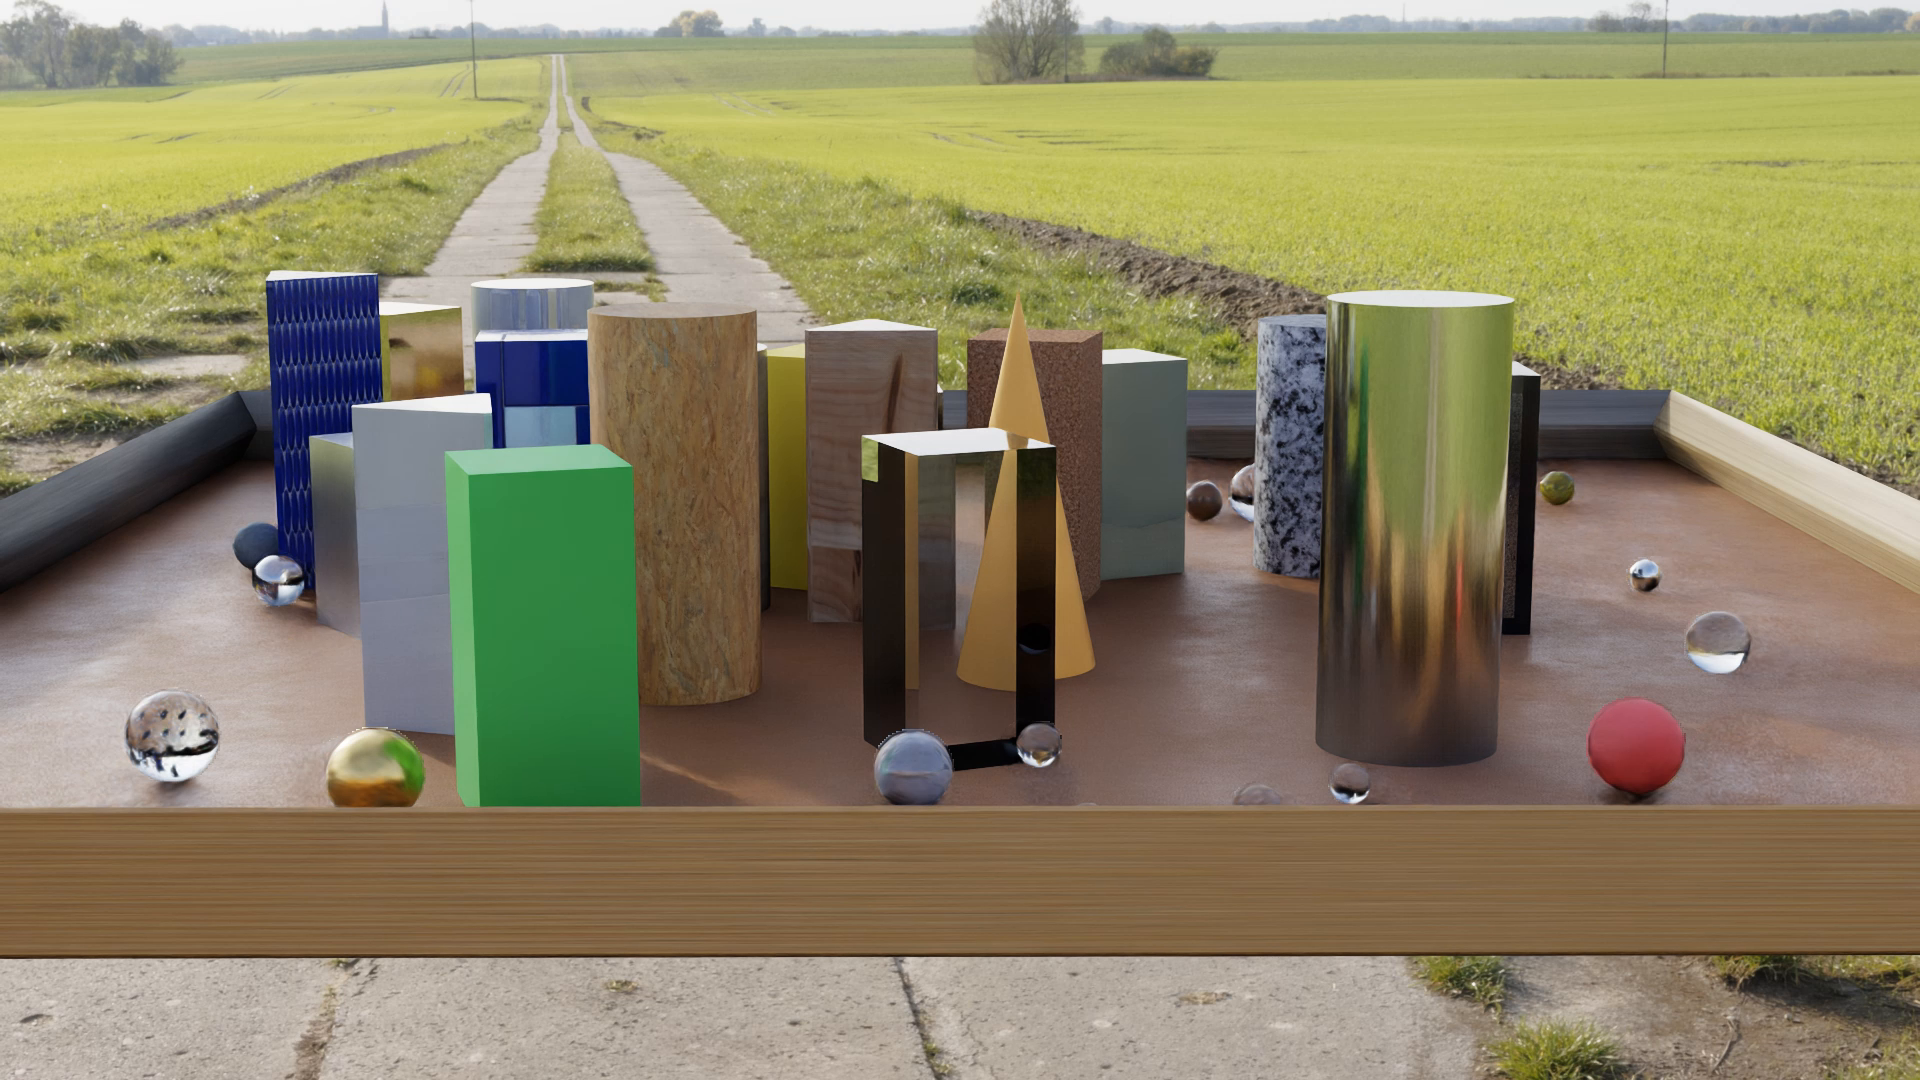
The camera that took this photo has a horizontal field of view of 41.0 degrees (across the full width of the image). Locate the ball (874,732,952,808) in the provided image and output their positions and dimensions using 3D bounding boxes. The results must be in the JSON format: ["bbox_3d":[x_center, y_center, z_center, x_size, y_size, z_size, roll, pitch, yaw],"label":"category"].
[{"bbox_3d":[-0.046,0.228,2.536,0.078,0.078,0.078,0,11,0],"label":"ball"}]

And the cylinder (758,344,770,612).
[{"bbox_3d":[-0.355,-0.084,3.464,0.195,0.353,0.195,0,11,0],"label":"cylinder"}]

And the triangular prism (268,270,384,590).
[{"bbox_3d":[-0.931,-0.161,3.653,0.169,0.435,0.146,-9,14,-41],"label":"triangular prism"}]

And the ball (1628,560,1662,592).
[{"bbox_3d":[0.957,0.050,3.583,0.045,0.045,0.045,0,11,0],"label":"ball"}]

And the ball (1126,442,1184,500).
[{"bbox_3d":[0.330,-0.118,4.347,0.097,0.097,0.097,0,11,0],"label":"ball"}]

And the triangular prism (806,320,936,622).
[{"bbox_3d":[-0.118,-0.096,3.435,0.169,0.386,0.146,0,11,-2],"label":"triangular prism"}]

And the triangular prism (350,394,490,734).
[{"bbox_3d":[-0.560,0.023,2.869,0.169,0.359,0.146,4,11,19],"label":"triangular prism"}]

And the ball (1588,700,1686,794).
[{"bbox_3d":[0.684,0.208,2.593,0.095,0.095,0.095,0,11,0],"label":"ball"}]

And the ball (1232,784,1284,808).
[{"bbox_3d":[0.285,0.258,2.453,0.049,0.049,0.049,0,11,0],"label":"ball"}]

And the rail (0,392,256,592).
[{"bbox_3d":[-1.313,0.034,3.442,0.045,0.127,2.727,0,11,0],"label":"rail"}]

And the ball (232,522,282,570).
[{"bbox_3d":[-1.021,0.009,3.734,0.072,0.072,0.072,0,11,0],"label":"ball"}]

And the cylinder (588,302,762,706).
[{"bbox_3d":[-0.333,-0.047,3.005,0.195,0.446,0.195,0,11,0],"label":"cylinder"}]

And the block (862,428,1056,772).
[{"bbox_3d":[-0.002,0.061,2.731,0.156,0.335,0.156,-5,11,-23],"label":"block"}]

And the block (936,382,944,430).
[{"bbox_3d":[-0.110,-0.117,3.948,0.156,0.241,0.156,-1,11,-5],"label":"block"}]

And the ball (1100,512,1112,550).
[{"bbox_3d":[0.194,-0.014,3.868,0.069,0.069,0.069,0,11,0],"label":"ball"}]

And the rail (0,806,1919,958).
[{"bbox_3d":[0.008,0.277,2.132,2.674,0.127,0.045,0,11,0],"label":"rail"}]

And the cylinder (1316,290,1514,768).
[{"bbox_3d":[0.484,-0.017,2.743,0.195,0.483,0.195,0,11,0],"label":"cylinder"}]

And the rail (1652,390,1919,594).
[{"bbox_3d":[1.313,0.031,3.456,0.045,0.127,2.727,0,11,0],"label":"rail"}]

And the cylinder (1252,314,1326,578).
[{"bbox_3d":[0.529,-0.140,3.745,0.195,0.360,0.195,0,11,0],"label":"cylinder"}]

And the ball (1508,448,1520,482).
[{"bbox_3d":[0.949,-0.132,4.506,0.067,0.067,0.067,0,11,0],"label":"ball"}]

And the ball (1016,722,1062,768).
[{"bbox_3d":[0.083,0.214,2.685,0.047,0.047,0.047,0,11,0],"label":"ball"}]

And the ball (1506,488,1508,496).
[{"bbox_3d":[0.871,-0.081,4.235,0.064,0.064,0.064,0,11,0],"label":"ball"}]

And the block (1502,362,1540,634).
[{"bbox_3d":[0.660,-0.058,3.365,0.156,0.337,0.156,0,11,1],"label":"block"}]

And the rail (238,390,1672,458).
[{"bbox_3d":[-0.008,-0.212,4.766,2.674,0.127,0.045,0,11,0],"label":"rail"}]

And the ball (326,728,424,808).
[{"bbox_3d":[-0.567,0.230,2.484,0.093,0.093,0.093,0,11,0],"label":"ball"}]

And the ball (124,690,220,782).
[{"bbox_3d":[-0.809,0.201,2.634,0.094,0.094,0.094,0,11,0],"label":"ball"}]

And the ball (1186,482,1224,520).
[{"bbox_3d":[0.393,-0.063,4.143,0.063,0.063,0.063,0,11,0],"label":"ball"}]

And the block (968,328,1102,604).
[{"bbox_3d":[0.104,-0.101,3.530,0.156,0.362,0.156,3,11,13],"label":"block"}]

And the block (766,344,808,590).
[{"bbox_3d":[-0.193,-0.104,3.644,0.156,0.327,0.156,5,12,26],"label":"block"}]

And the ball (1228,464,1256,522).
[{"bbox_3d":[0.479,-0.076,4.128,0.094,0.094,0.094,0,11,0],"label":"ball"}]

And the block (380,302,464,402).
[{"bbox_3d":[-0.869,-0.175,3.930,0.156,0.361,0.156,7,12,32],"label":"block"}]

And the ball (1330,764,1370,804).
[{"bbox_3d":[0.389,0.243,2.558,0.040,0.040,0.040,0,11,0],"label":"ball"}]

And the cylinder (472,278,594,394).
[{"bbox_3d":[-0.685,-0.224,4.145,0.195,0.380,0.195,0,11,0],"label":"cylinder"}]

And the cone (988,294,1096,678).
[{"bbox_3d":[0.070,-0.075,3.121,0.195,0.460,0.195,0,11,0],"label":"cone"}]

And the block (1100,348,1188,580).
[{"bbox_3d":[0.222,-0.113,3.734,0.156,0.310,0.156,-5,12,-25],"label":"block"}]

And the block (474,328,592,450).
[{"bbox_3d":[-0.612,-0.125,3.708,0.156,0.344,0.156,-1,11,-7],"label":"block"}]

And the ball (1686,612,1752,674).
[{"bbox_3d":[0.916,0.124,3.100,0.076,0.076,0.076,0,11,0],"label":"ball"}]

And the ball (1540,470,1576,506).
[{"bbox_3d":[0.999,-0.087,4.289,0.057,0.057,0.057,0,11,0],"label":"ball"}]

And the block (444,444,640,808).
[{"bbox_3d":[-0.411,0.092,2.524,0.156,0.349,0.156,-4,11,-19],"label":"block"}]

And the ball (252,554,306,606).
[{"bbox_3d":[-0.927,0.055,3.488,0.071,0.071,0.071,0,11,0],"label":"ball"}]

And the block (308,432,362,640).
[{"bbox_3d":[-0.740,-0.011,3.353,0.156,0.249,0.156,-8,13,-37],"label":"block"}]
